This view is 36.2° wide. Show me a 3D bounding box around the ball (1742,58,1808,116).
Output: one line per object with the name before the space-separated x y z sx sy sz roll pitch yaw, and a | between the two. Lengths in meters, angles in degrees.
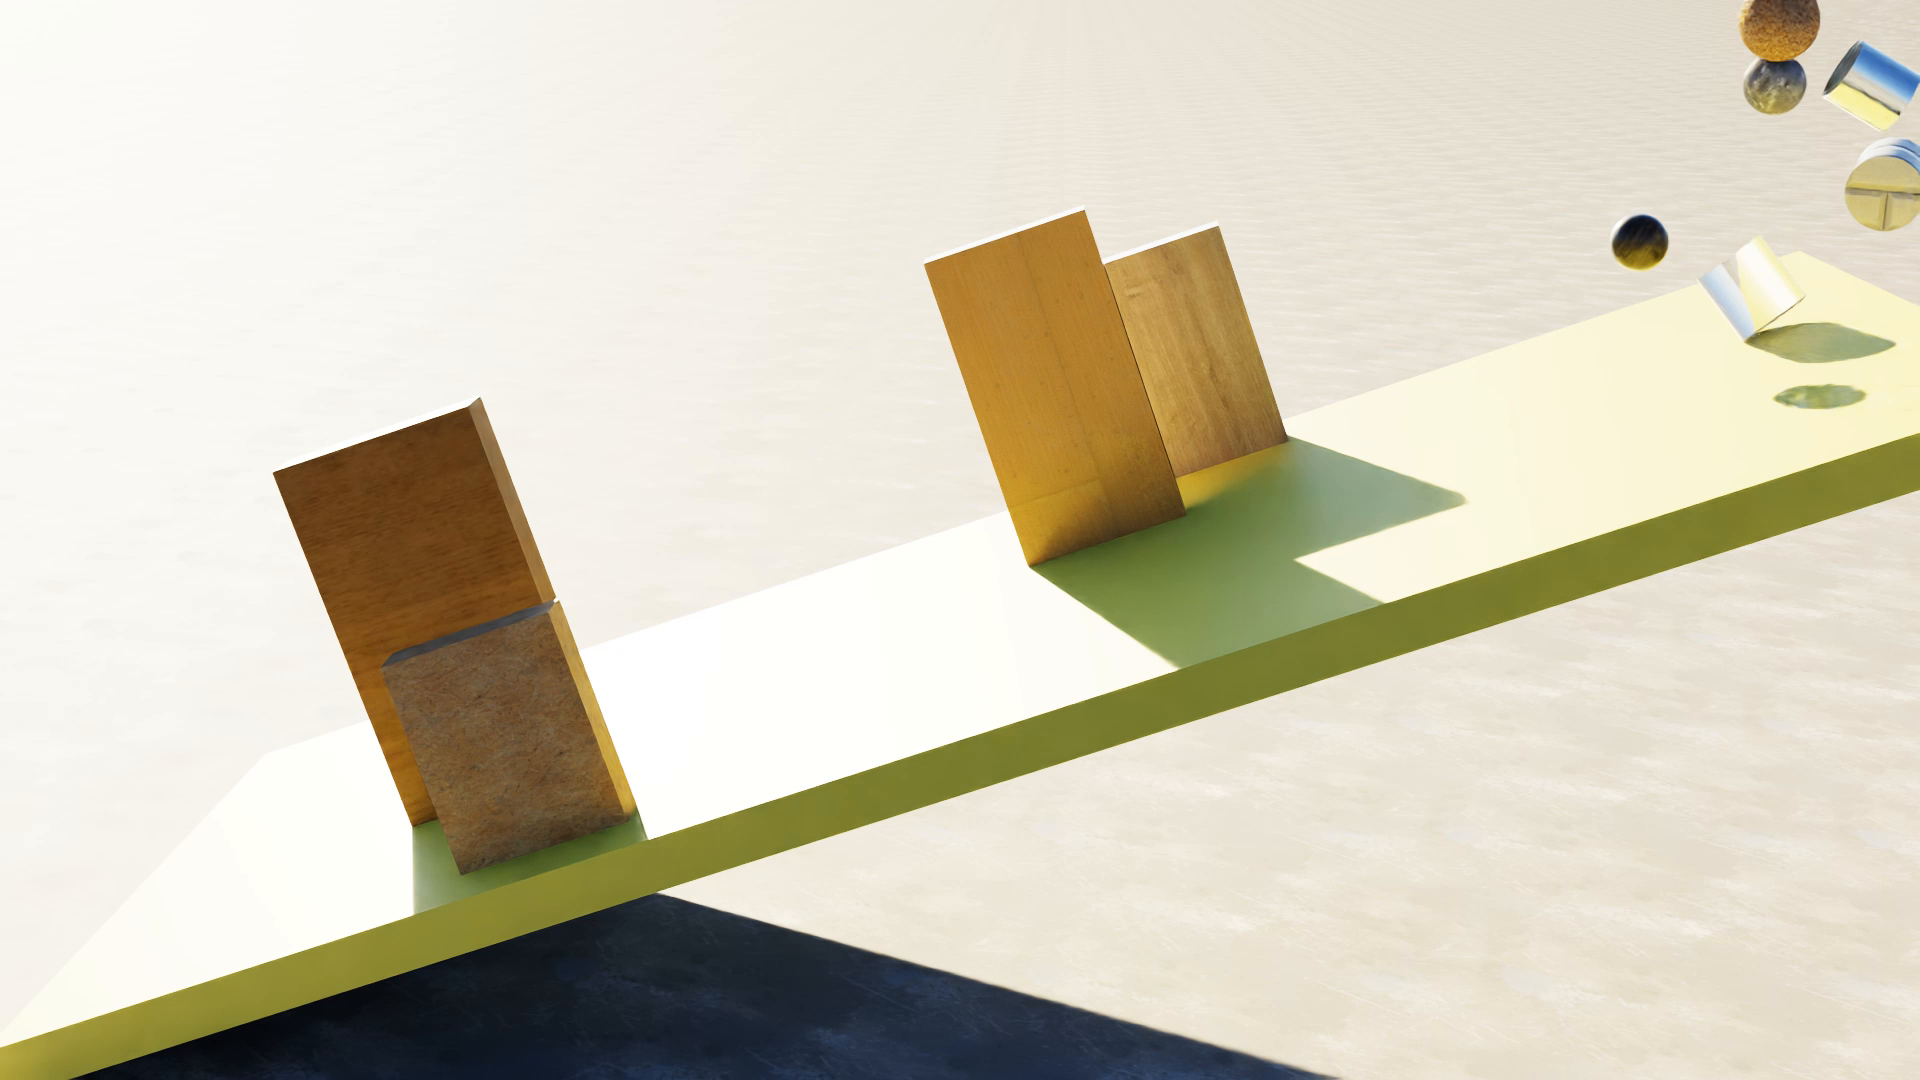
ball | 1.657 -0.928 5.983 0.126 0.126 0.126 0 12 0

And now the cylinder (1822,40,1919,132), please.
cylinder | 1.750 -0.871 5.646 0.129 0.129 0.129 31 13 -2

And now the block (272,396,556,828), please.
block | -1.065 0.150 6.092 0.429 0.794 0.130 -18 11 6

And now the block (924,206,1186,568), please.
block | 0.212 -0.339 6.514 0.371 0.715 0.098 -18 11 6

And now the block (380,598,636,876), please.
block | -0.856 0.374 5.595 0.340 0.429 0.117 -18 11 6

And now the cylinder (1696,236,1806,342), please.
cylinder | 1.692 -0.538 6.288 0.164 0.164 0.164 -36 -3 -2

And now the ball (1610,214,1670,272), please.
ball | 1.433 -0.628 6.207 0.123 0.123 0.123 0 12 0

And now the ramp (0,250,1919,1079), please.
ramp | 0.107 0.180 6.304 4.000 0.100 2.000 -18 11 6

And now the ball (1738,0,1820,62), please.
ball | 1.642 -1.040 5.895 0.159 0.159 0.159 0 12 0

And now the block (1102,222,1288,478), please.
block | 0.517 -0.435 6.942 0.366 0.537 0.099 -18 11 6
